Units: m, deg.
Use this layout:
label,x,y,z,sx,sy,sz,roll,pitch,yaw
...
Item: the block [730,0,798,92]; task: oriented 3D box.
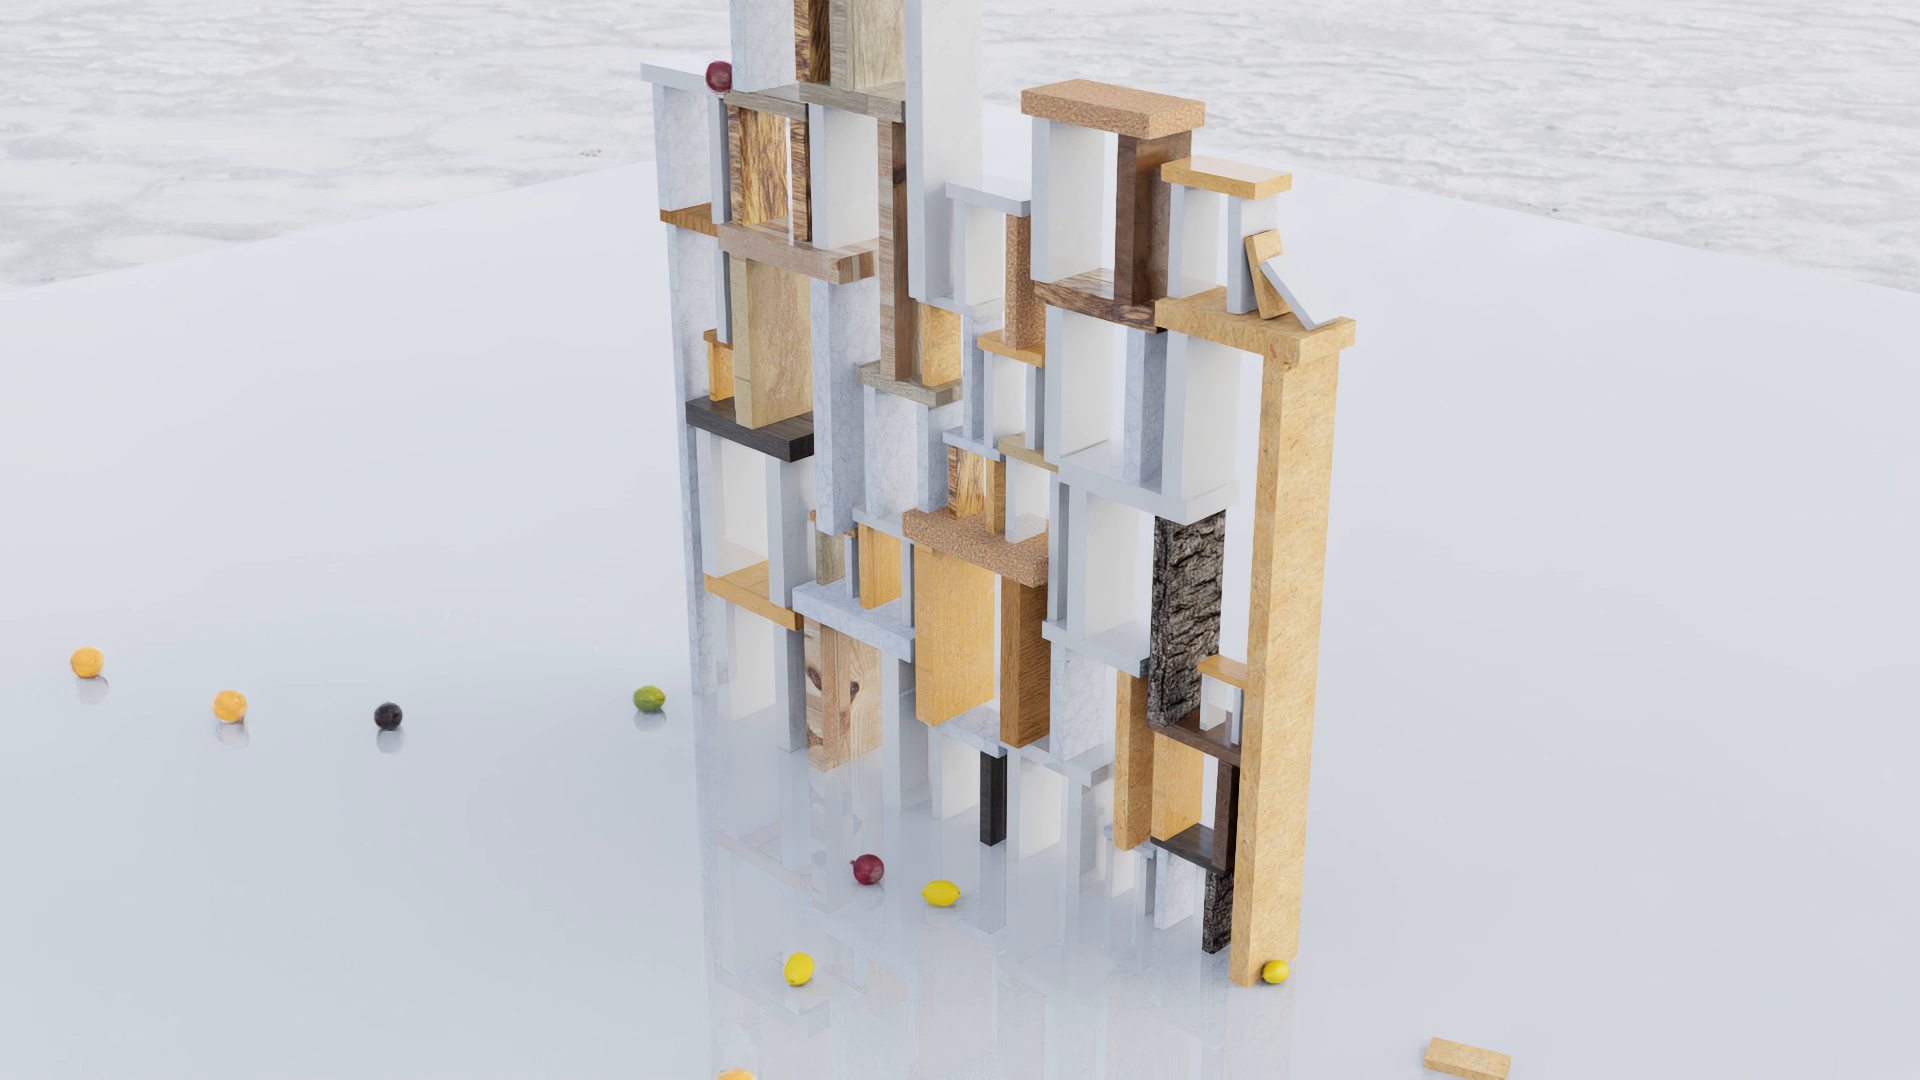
label,x,y,z,sx,sy,sz,roll,pitch,yaw
block,-0.372,-1.028,4.189,0.040,0.327,0.141,21,31,40

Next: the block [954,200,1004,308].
label,x,y,z,sx,sy,sz,roll,pitch,yaw
block,0.034,-0.525,3.958,0.097,0.194,0.027,-21,31,-40

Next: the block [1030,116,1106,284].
label,x,y,z,sx,sy,sz,roll,pitch,yaw
block,0.185,-0.594,3.769,0.040,0.282,0.141,21,31,41

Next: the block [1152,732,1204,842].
label,x,y,z,sx,sy,sz,roll,pitch,yaw
block,0.396,0.428,3.981,0.107,0.213,0.030,-21,31,-41

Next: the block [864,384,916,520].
label,x,y,z,sx,sy,sz,roll,pitch,yaw
block,-0.135,-0.184,4.293,0.031,0.272,0.108,21,31,41

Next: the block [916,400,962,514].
label,x,y,z,sx,sy,sz,roll,pitch,yaw
block,-0.033,-0.170,4.189,0.031,0.217,0.108,21,31,41

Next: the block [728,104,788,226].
label,x,y,z,sx,sy,sz,roll,pitch,yaw
block,-0.397,-0.748,4.335,0.034,0.237,0.118,21,31,41

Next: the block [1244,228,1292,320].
label,x,y,z,sx,sy,sz,roll,pitch,yaw
block,0.494,-0.424,3.504,0.066,0.132,0.019,-22,12,-41

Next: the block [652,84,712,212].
label,x,y,z,sx,sy,sz,roll,pitch,yaw
block,-0.560,-0.811,4.490,0.036,0.256,0.128,21,31,40

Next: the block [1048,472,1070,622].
label,x,y,z,sx,sy,sz,roll,pitch,yaw
block,0.199,0.001,4.000,0.085,0.289,0.024,-20,30,-39

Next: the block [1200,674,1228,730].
label,x,y,z,sx,sy,sz,roll,pitch,yaw
block,0.445,0.275,3.853,0.015,0.108,0.054,21,31,40

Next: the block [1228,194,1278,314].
label,x,y,z,sx,sy,sz,roll,pitch,yaw
block,0.469,-0.465,3.525,0.027,0.190,0.095,17,28,42

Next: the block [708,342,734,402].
label,x,y,z,sx,sy,sz,roll,pitch,yaw
block,-0.497,-0.360,4.610,0.064,0.128,0.018,-21,31,-41

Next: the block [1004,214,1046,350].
label,x,y,z,sx,sy,sz,roll,pitch,yaw
block,0.124,-0.465,3.885,0.097,0.246,0.027,-20,30,-39

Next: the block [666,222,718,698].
label,x,y,z,sx,sy,sz,roll,pitch,yaw
block,-0.554,-0.165,4.763,0.110,1.084,0.031,-21,31,-41

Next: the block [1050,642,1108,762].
label,x,y,z,sx,sy,sz,roll,pitch,yaw
block,0.221,0.283,4.097,0.119,0.238,0.034,-21,31,-40

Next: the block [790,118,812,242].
label,x,y,z,sx,sy,sz,roll,pitch,yaw
block,-0.274,-0.703,4.230,0.034,0.237,0.118,15,27,31

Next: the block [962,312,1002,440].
label,x,y,z,sx,sy,sz,roll,pitch,yaw
block,0.042,-0.307,4.055,0.079,0.238,0.022,-21,31,-40

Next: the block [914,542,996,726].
label,x,y,z,sx,sy,sz,roll,pitch,yaw
block,-0.009,0.160,4.301,0.171,0.380,0.049,-21,31,-41

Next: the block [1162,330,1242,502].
label,x,y,z,sx,sy,sz,roll,pitch,yaw
block,0.406,-0.224,3.682,0.042,0.293,0.147,21,31,40

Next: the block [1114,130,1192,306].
label,x,y,z,sx,sy,sz,roll,pitch,yaw
block,0.319,-0.542,3.646,0.040,0.282,0.141,21,31,40

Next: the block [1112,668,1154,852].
label,x,y,z,sx,sy,sz,roll,pitch,yaw
block,0.336,0.385,4.023,0.119,0.367,0.034,-21,31,-39

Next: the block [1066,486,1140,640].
label,x,y,z,sx,sy,sz,roll,pitch,yaw
block,0.259,0.022,3.950,0.144,0.289,0.041,-21,31,-40

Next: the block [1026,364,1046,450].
label,x,y,z,sx,sy,sz,roll,pitch,yaw
block,0.154,-0.248,3.951,0.080,0.160,0.023,-21,31,-41

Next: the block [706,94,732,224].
label,x,y,z,sx,sy,sz,roll,pitch,yaw
block,-0.438,-0.765,4.381,0.036,0.256,0.128,21,31,40

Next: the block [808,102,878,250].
label,x,y,z,sx,sy,sz,roll,pitch,yaw
block,-0.218,-0.699,4.170,0.039,0.275,0.138,21,31,41

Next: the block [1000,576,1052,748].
label,x,y,z,sx,sy,sz,roll,pitch,yaw
block,0.153,0.206,4.145,0.049,0.343,0.171,21,31,41

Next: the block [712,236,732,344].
label,x,y,z,sx,sy,sz,roll,pitch,yaw
block,-0.448,-0.522,4.498,0.110,0.220,0.031,-21,31,-40

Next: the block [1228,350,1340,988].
label,x,y,z,sx,sy,sz,roll,pitch,yaw
block,0.545,0.231,3.725,0.147,1.165,0.042,-21,31,-41

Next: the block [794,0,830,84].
label,x,y,z,sx,sy,sz,roll,pitch,yaw
block,-0.241,-0.998,4.060,0.040,0.283,0.141,21,31,41

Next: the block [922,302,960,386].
label,x,y,z,sx,sy,sz,roll,pitch,yaw
block,-0.034,-0.373,4.108,0.022,0.158,0.079,21,31,40

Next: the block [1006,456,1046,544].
label,x,y,z,sx,sy,sz,roll,pitch,yaw
block,0.122,-0.086,4.052,0.024,0.169,0.085,21,31,40

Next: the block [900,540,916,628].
label,x,y,z,sx,sy,sz,roll,pitch,yaw
block,-0.074,0.074,4.336,0.026,0.183,0.091,21,31,41

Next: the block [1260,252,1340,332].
label,x,y,z,sx,sy,sz,roll,pitch,yaw
block,0.536,-0.392,3.471,0.066,0.019,0.132,-22,70,-41

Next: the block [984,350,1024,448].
label,x,y,z,sx,sy,sz,roll,pitch,yaw
block,0.080,-0.266,4.027,0.080,0.185,0.023,-21,31,-40

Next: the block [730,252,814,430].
label,x,y,z,sx,sy,sz,roll,pitch,yaw
block,-0.374,-0.421,4.456,0.051,0.359,0.180,21,31,41

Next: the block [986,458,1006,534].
label,x,y,z,sx,sy,sz,roll,pitch,yaw
block,0.081,-0.092,4.094,0.021,0.148,0.074,21,31,41

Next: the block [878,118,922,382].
label,x,y,z,sx,sy,sz,roll,pitch,yaw
block,-0.087,-0.548,4.093,0.138,0.493,0.039,-21,31,-41

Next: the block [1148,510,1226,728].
label,x,y,z,sx,sy,sz,roll,pitch,yaw
block,0.396,0.124,3.845,0.041,0.393,0.144,21,31,40

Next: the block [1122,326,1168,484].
label,x,y,z,sx,sy,sz,roll,pitch,yaw
block,0.341,-0.245,3.755,0.039,0.274,0.137,21,31,40

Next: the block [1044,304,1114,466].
label,x,y,z,sx,sy,sz,roll,pitch,yaw
block,0.210,-0.287,3.878,0.039,0.290,0.137,21,31,40

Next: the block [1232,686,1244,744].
label,x,y,z,sx,sy,sz,roll,pitch,yaw
block,0.494,0.295,3.805,0.015,0.108,0.054,21,31,40

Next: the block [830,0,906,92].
label,x,y,z,sx,sy,sz,roll,pitch,yaw
block,-0.167,-0.979,3.989,0.043,0.302,0.151,22,31,40

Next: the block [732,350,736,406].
label,x,y,z,sx,sy,sz,roll,pitch,yaw
block,-0.438,-0.337,4.554,0.064,0.128,0.018,-21,31,-41

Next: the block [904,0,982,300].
label,x,y,z,sx,sy,sz,roll,pitch,yaw
block,-0.028,-0.762,3.930,0.043,0.654,0.151,21,31,40

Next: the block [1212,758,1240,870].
label,x,y,z,sx,sy,sz,roll,pitch,yaw
block,0.497,0.468,3.887,0.107,0.213,0.030,-21,31,-40

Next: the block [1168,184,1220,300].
label,x,y,z,sx,sy,sz,roll,pitch,yaw
block,0.384,-0.498,3.604,0.095,0.190,0.027,-21,31,-41

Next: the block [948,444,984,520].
label,x,y,z,sx,sy,sz,roll,pitch,yaw
block,0.012,-0.119,4.158,0.074,0.148,0.021,-21,31,-41

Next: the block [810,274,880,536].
label,x,y,z,sx,sy,sz,roll,pitch,yaw
block,-0.205,-0.279,4.332,0.051,0.522,0.180,21,31,40
